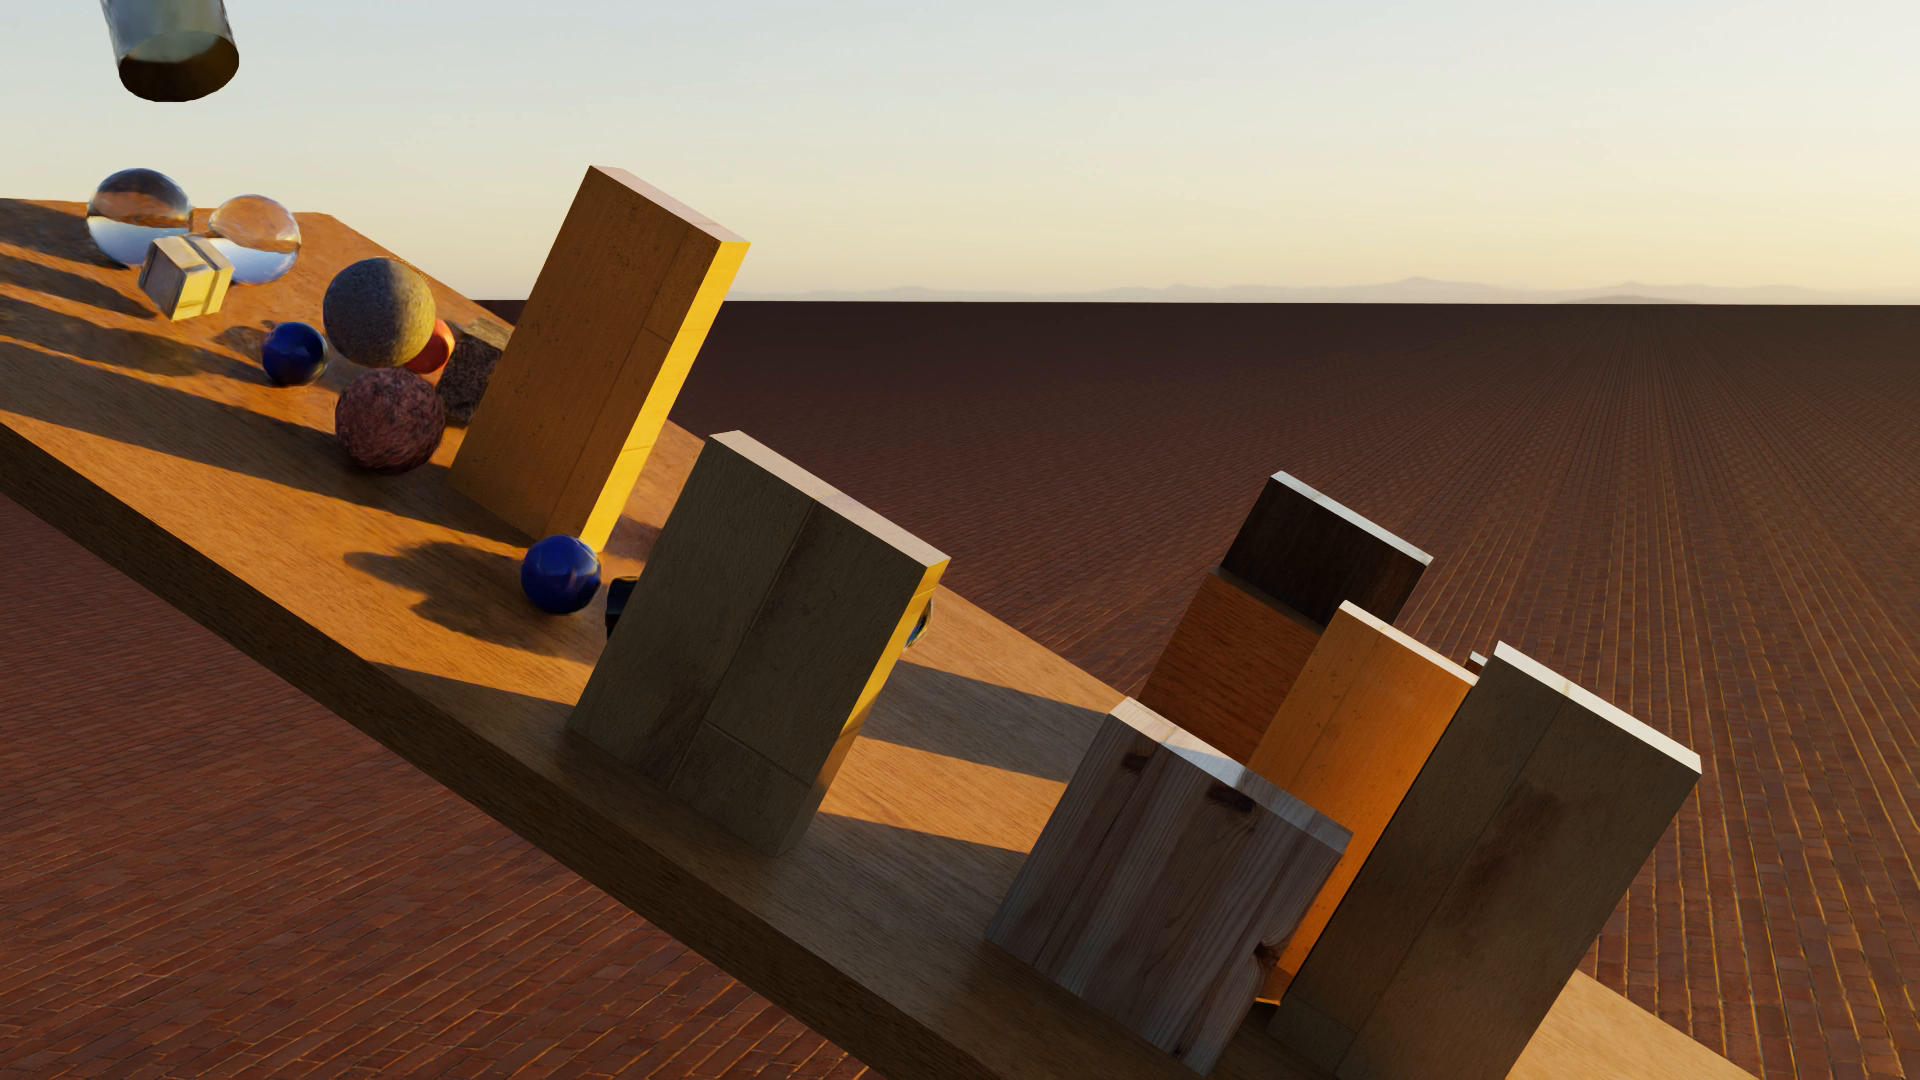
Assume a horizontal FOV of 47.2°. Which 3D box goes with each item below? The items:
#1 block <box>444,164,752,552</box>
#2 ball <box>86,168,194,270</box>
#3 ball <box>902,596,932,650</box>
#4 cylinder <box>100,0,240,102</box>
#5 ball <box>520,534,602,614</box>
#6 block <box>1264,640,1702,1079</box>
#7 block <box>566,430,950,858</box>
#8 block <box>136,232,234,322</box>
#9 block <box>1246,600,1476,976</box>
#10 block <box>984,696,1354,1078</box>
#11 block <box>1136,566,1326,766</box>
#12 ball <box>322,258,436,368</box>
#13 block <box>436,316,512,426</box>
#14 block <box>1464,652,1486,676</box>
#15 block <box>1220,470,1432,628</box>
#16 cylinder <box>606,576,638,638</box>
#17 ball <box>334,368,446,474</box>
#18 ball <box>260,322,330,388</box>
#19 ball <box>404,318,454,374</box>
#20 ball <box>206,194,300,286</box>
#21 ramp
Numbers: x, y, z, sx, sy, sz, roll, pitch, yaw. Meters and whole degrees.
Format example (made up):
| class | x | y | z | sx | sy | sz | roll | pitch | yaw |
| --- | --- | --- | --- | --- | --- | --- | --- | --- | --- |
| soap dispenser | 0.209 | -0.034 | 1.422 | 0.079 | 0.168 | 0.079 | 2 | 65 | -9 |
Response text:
| class | x | y | z | sx | sy | sz | roll | pitch | yaw |
| --- | --- | --- | --- | --- | --- | --- | --- | --- | --- |
| block | -0.677 | -0.328 | 4.087 | 0.292 | 0.664 | 0.136 | 31 | 14 | 12 |
| ball | -1.624 | -0.637 | 4.359 | 0.200 | 0.200 | 0.200 | 0 | 7 | 0 |
| ball | -0.148 | 0.136 | 4.426 | 0.185 | 0.185 | 0.185 | 0 | 7 | 0 |
| cylinder | -1.439 | -0.943 | 3.991 | 0.210 | 0.210 | 0.210 | -19 | -19 | -7 |
| ball | -0.687 | 0.060 | 3.786 | 0.138 | 0.138 | 0.138 | 0 | 7 | 0 |
| block | 0.845 | 0.579 | 3.584 | 0.361 | 0.739 | 0.140 | 31 | 14 | 12 |
| block | -0.312 | 0.157 | 3.364 | 0.390 | 0.518 | 0.114 | 31 | 14 | 12 |
| block | -1.482 | -0.505 | 4.209 | 0.110 | 0.110 | 0.110 | 43 | 33 | 16 |
| block | 0.695 | 0.475 | 3.918 | 0.385 | 0.620 | 0.096 | 31 | 14 | 12 |
| block | 0.323 | 0.536 | 3.421 | 0.407 | 0.418 | 0.136 | 31 | 14 | 12 |
| block | 0.566 | 0.322 | 4.605 | 0.318 | 0.428 | 0.108 | 31 | 14 | 12 |
| ball | -1.095 | -0.427 | 4.146 | 0.207 | 0.207 | 0.207 | 0 | 7 | 0 |
| block | -0.971 | -0.336 | 4.572 | 0.174 | 0.174 | 0.174 | 26 | 14 | -6 |
| block | 0.905 | 0.536 | 4.103 | 0.243 | 0.615 | 0.081 | 31 | 14 | 12 |
| block | 0.678 | 0.229 | 4.696 | 0.370 | 0.646 | 0.146 | 31 | 14 | 12 |
| cylinder | -0.531 | 0.127 | 3.778 | 0.125 | 0.125 | 0.125 | 2 | 7 | 5 |
| ball | -1.034 | -0.216 | 3.991 | 0.195 | 0.195 | 0.195 | 0 | 7 | 0 |
| ball | -1.265 | -0.353 | 4.185 | 0.125 | 0.125 | 0.125 | 0 | 7 | 0 |
| ball | -1.132 | -0.413 | 4.647 | 0.124 | 0.124 | 0.124 | 0 | 7 | 0 |
| ball | -1.482 | -0.629 | 4.612 | 0.191 | 0.191 | 0.191 | 0 | 7 | 0 |
| ramp | -0.211 | 0.350 | 4.142 | 4.000 | 0.100 | 2.000 | 31 | 14 | 12 |
